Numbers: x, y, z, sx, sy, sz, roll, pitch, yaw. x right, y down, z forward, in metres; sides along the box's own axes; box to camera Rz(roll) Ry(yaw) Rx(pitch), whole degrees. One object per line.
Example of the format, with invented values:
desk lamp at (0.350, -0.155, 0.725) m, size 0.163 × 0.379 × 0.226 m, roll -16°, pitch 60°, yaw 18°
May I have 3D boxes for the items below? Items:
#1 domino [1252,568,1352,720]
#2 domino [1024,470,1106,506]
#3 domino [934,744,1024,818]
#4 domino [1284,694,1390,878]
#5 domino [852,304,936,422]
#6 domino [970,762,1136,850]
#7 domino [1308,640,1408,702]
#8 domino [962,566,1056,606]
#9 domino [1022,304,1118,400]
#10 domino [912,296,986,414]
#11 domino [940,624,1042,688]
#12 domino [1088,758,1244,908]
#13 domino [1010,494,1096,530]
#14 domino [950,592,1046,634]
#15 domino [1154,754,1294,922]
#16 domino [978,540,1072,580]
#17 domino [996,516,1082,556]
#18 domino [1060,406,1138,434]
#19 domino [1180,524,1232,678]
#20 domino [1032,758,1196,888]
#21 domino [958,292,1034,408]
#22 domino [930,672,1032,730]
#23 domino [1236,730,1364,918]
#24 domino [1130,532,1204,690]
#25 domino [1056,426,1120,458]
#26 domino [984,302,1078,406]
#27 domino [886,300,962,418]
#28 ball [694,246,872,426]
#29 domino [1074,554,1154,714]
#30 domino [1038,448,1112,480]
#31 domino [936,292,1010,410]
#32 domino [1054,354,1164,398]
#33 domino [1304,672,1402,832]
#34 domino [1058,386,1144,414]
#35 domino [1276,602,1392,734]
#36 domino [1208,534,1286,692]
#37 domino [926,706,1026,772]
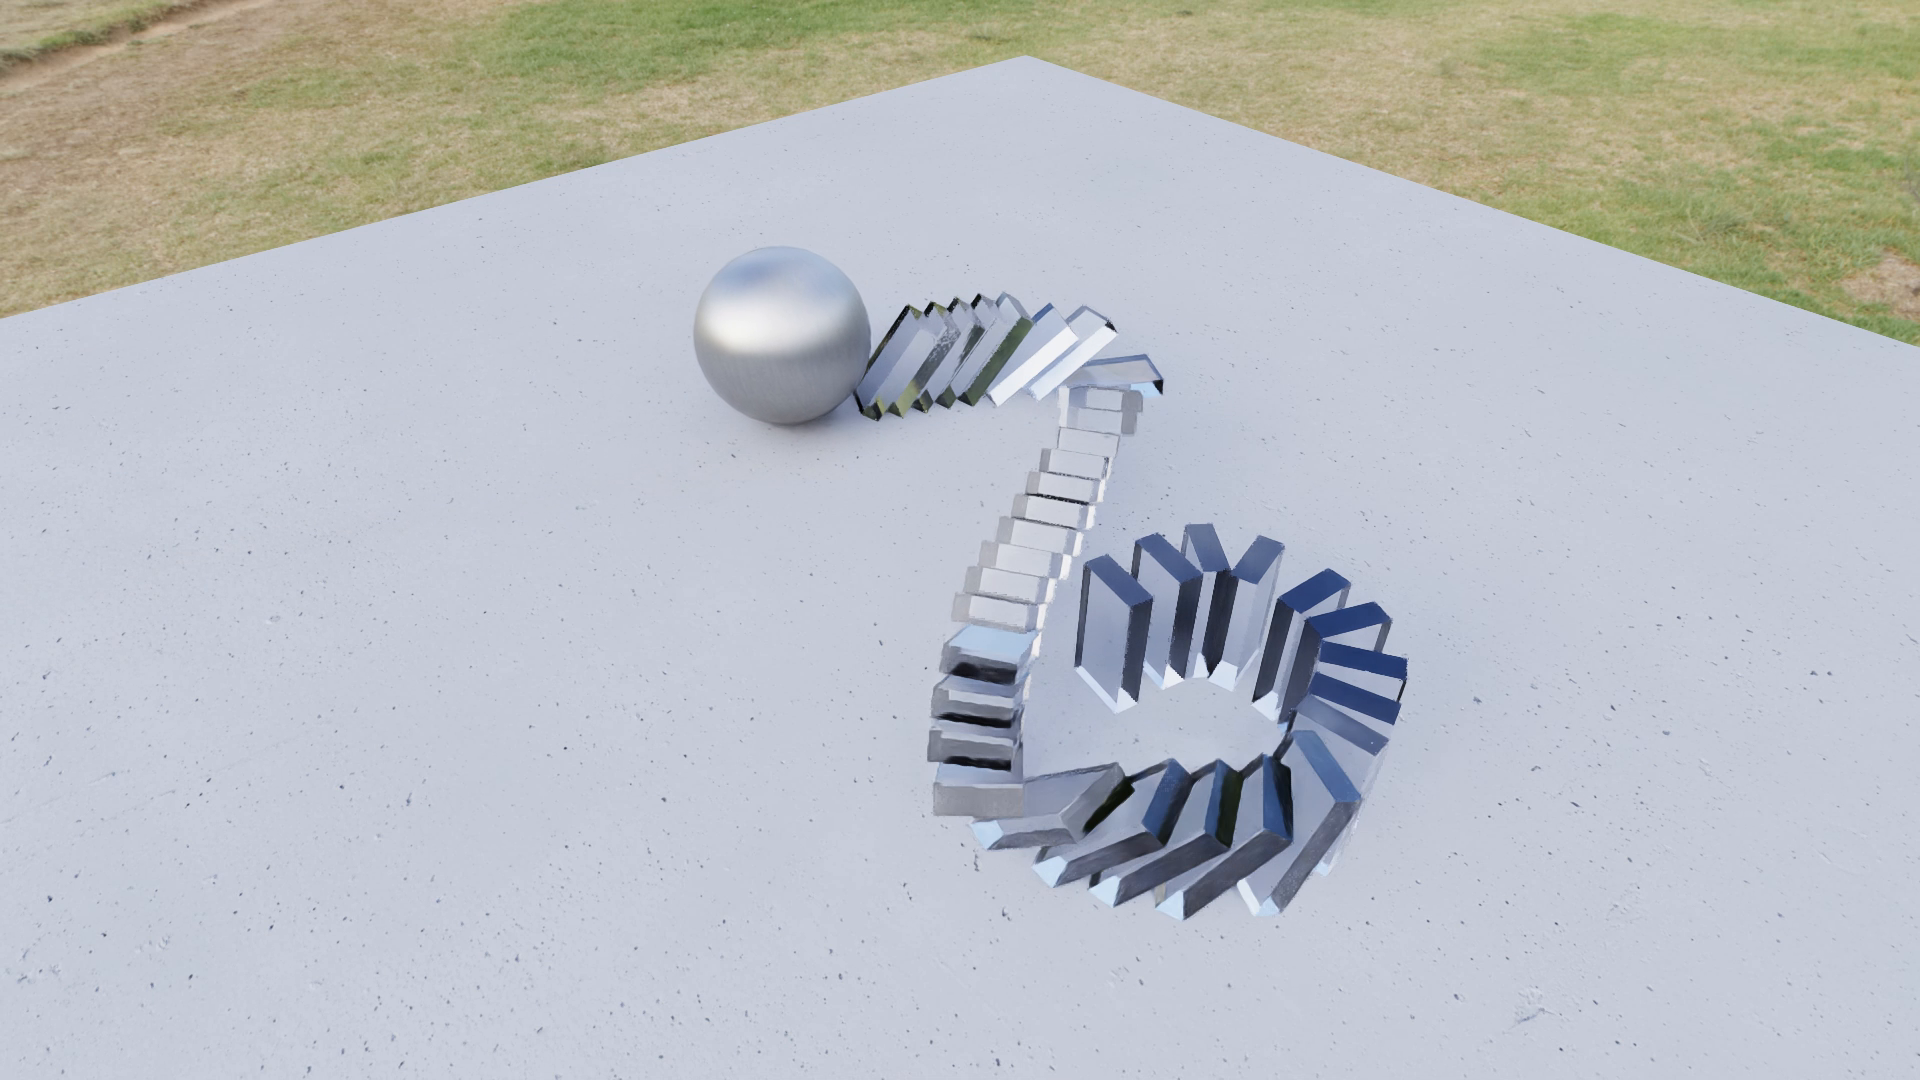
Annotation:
domino at (0.114, 0.035, 0.368) m, size 0.025 × 0.050 × 0.009 m, roll -25°, pitch 45°, yaw -27°
domino at (0.044, -0.022, 0.449) m, size 0.025 × 0.009 × 0.050 m, roll 11°, pitch 6°, yaw 13°
domino at (0.007, 0.072, 0.333) m, size 0.025 × 0.009 × 0.050 m, roll 1°, pitch 3°, yaw 3°
domino at (0.105, 0.072, 0.322) m, size 0.025 × 0.050 × 0.009 m, roll 30°, pitch 41°, yaw 32°
domino at (-0.032, -0.083, 0.516) m, size 0.009 × 0.050 × 0.025 m, roll 22°, pitch 28°, yaw -33°
domino at (0.026, 0.078, 0.321) m, size 0.025 × 0.050 × 0.009 m, roll -32°, pitch 91°, yaw -33°
domino at (0.121, 0.055, 0.344) m, size 0.025 × 0.050 × 0.010 m, roll 12°, pitch 41°, yaw 14°
domino at (0.019, 0.016, 0.400) m, size 0.025 × 0.010 × 0.050 m, roll 10°, pitch 0°, yaw 12°
domino at (0.049, -0.092, 0.535) m, size 0.050 × 0.010 × 0.025 m, roll -40°, pitch 39°, yaw -2°
domino at (-0.009, -0.087, 0.521) m, size 0.009 × 0.050 × 0.025 m, roll 22°, pitch 28°, yaw -33°
domino at (0.011, 0.038, 0.377) m, size 0.025 × 0.009 × 0.050 m, roll 10°, pitch 8°, yaw 12°
domino at (0.058, 0.084, 0.312) m, size 0.009 × 0.050 × 0.025 m, roll 38°, pitch 42°, yaw -8°
domino at (0.038, -0.011, 0.435) m, size 0.025 × 0.009 × 0.050 m, roll 11°, pitch 4°, yaw 13°
domino at (0.015, 0.025, 0.389) m, size 0.025 × 0.009 × 0.050 m, roll 10°, pitch 0°, yaw 12°
domino at (0.074, 0.084, 0.310) m, size 0.010 × 0.050 × 0.025 m, roll 28°, pitch 40°, yaw -9°
domino at (0.025, 0.008, 0.408) m, size 0.025 × 0.010 × 0.050 m, roll 10°, pitch 0°, yaw 14°
domino at (0.031, -0.001, 0.421) m, size 0.025 × 0.009 × 0.050 m, roll 11°, pitch 0°, yaw 13°
domino at (0.060, -0.053, 0.486) m, size 0.025 × 0.010 × 0.050 m, roll 5°, pitch 6°, yaw -4°
domino at (0.083, 0.022, 0.385) m, size 0.009 × 0.050 × 0.025 m, roll -3°, pitch 39°, yaw -3°
domino at (0.043, 0.082, 0.315) m, size 0.009 × 0.050 × 0.025 m, roll 45°, pitch 47°, yaw -5°
domino at (0.013, -0.091, 0.526) m, size 0.009 × 0.050 × 0.025 m, roll 22°, pitch 28°, yaw -33°
domino at (0.008, 0.050, 0.360) m, size 0.025 × 0.009 × 0.050 m, roll 6°, pitch 4°, yaw 9°
domino at (0.092, 0.081, 0.312) m, size 0.009 × 0.050 × 0.025 m, roll 3°, pitch 37°, yaw -24°
domino at (0.069, 0.025, 0.381) m, size 0.010 × 0.050 × 0.025 m, roll -19°, pitch 43°, yaw -22°
domino at (0.055, -0.042, 0.473) m, size 0.025 × 0.010 × 0.050 m, roll 9°, pitch 6°, yaw 6°
domino at (0.031, -0.089, 0.529) m, size 0.050 × 0.010 × 0.025 m, roll -39°, pitch 40°, yaw 14°
domino at (-0.020, -0.085, 0.518) m, size 0.009 × 0.050 × 0.025 m, roll 22°, pitch 28°, yaw -33°
ball at (-0.080, -0.092, 0.501) m, size 0.080 × 0.080 × 0.080 m, roll 0°, pitch 39°, yaw 0°
domino at (0.051, 0.032, 0.372) m, size 0.009 × 0.050 × 0.025 m, roll -20°, pitch 43°, yaw -23°
domino at (0.049, -0.032, 0.461) m, size 0.025 × 0.010 × 0.050 m, roll 10°, pitch 6°, yaw 11°
domino at (0.002, -0.090, 0.524) m, size 0.010 × 0.050 × 0.025 m, roll 22°, pitch 28°, yaw -33°
domino at (0.071, -0.078, 0.539) m, size 0.050 × 0.010 × 0.025 m, roll -8°, pitch 40°, yaw -10°
domino at (0.113, 0.065, 0.332) m, size 0.025 × 0.050 × 0.010 m, roll 21°, pitch 44°, yaw 23°
domino at (0.063, -0.063, 0.498) m, size 0.025 × 0.009 × 0.050 m, roll 4°, pitch 6°, yaw -10°
domino at (0.121, 0.044, 0.358) m, size 0.025 × 0.050 × 0.009 m, roll -12°, pitch 41°, yaw -14°
domino at (0.099, 0.026, 0.380) m, size 0.009 × 0.050 × 0.025 m, roll 23°, pitch 45°, yaw 26°
domino at (0.006, 0.061, 0.348) m, size 0.025 × 0.009 × 0.050 m, roll 6°, pitch 3°, yaw 7°
